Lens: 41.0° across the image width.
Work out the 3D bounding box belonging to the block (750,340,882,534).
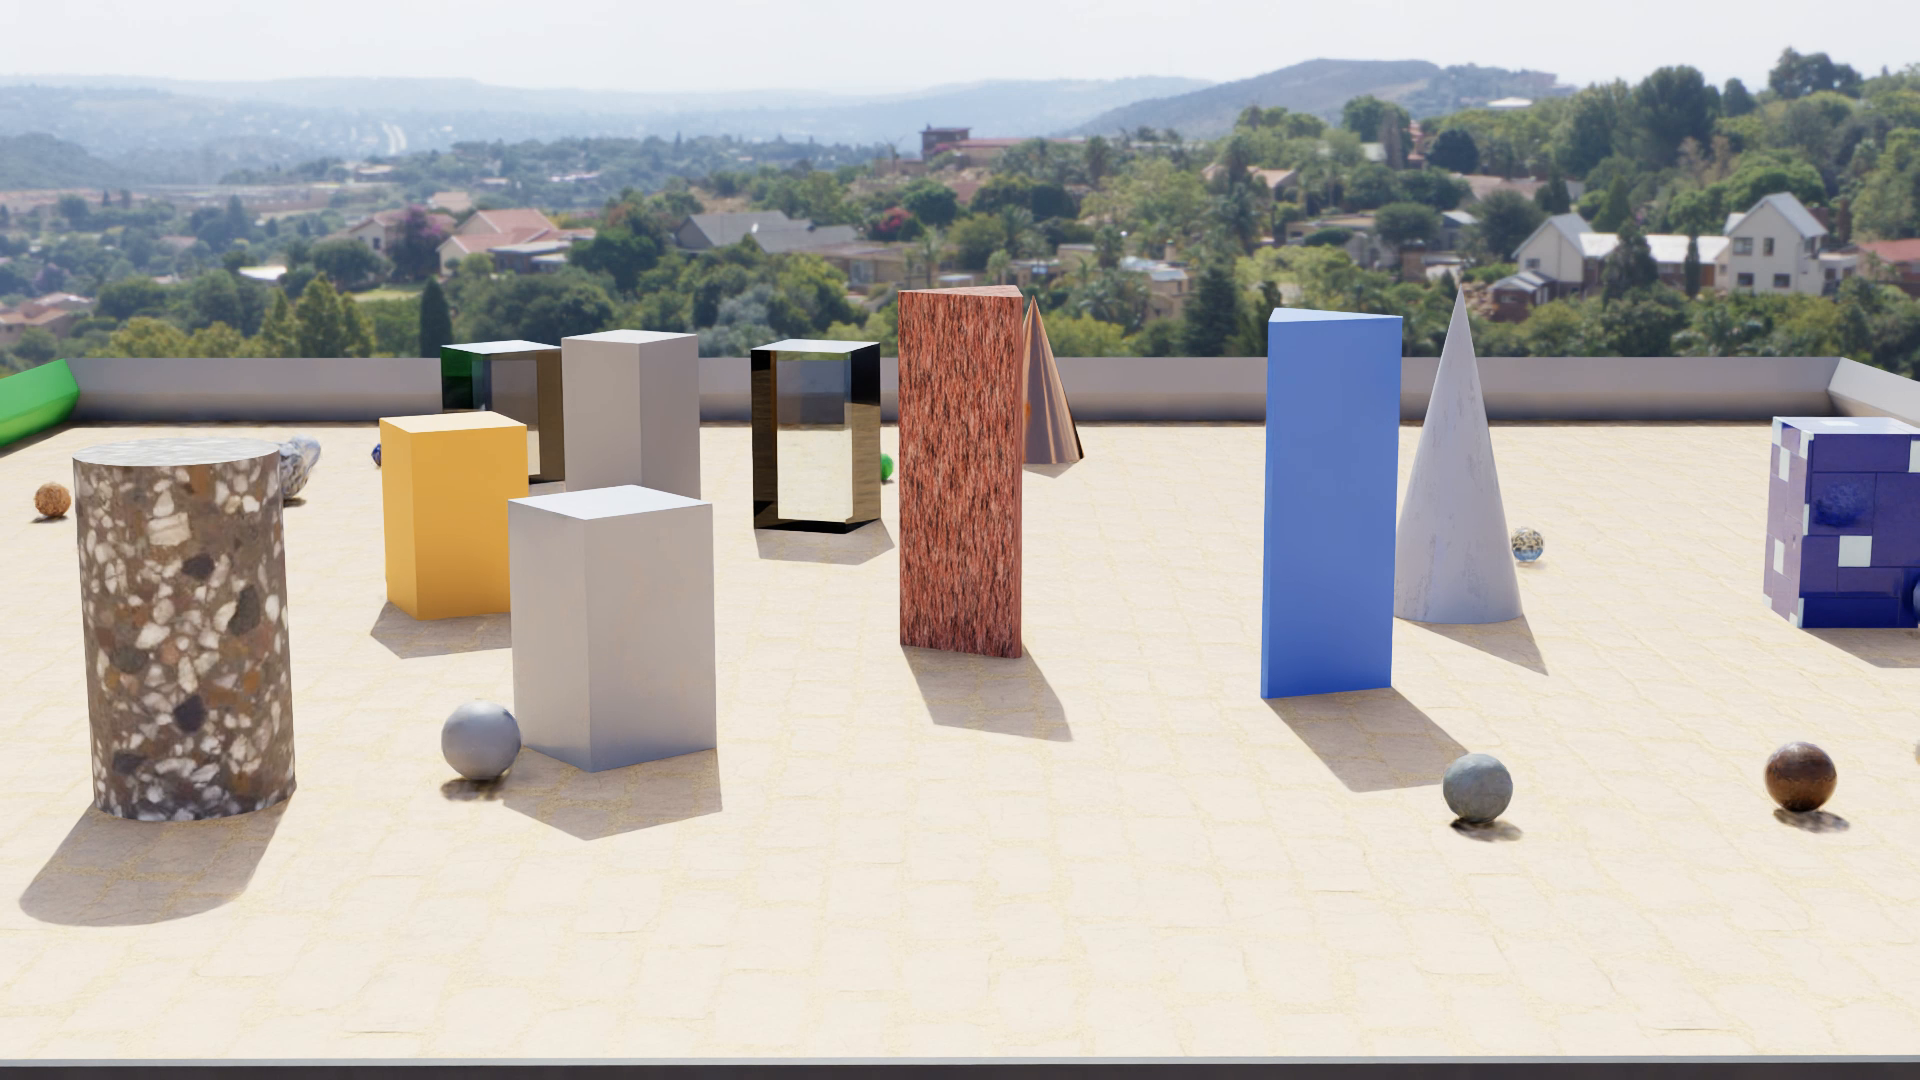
[{"bbox_3d":[-0.229,-0.168,4.103,0.158,0.286,0.158,4,11,19],"label":"block"}]

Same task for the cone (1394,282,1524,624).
[{"bbox_3d":[0.664,-0.124,3.440,0.197,0.443,0.197,0,10,0],"label":"cone"}]

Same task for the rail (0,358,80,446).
[{"bbox_3d":[-1.818,0.035,3.439,0.045,0.128,3.810,0,10,0],"label":"rail"}]

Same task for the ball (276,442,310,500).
[{"bbox_3d":[-1.152,-0.117,4.345,0.098,0.098,0.098,0,10,0],"label":"ball"}]

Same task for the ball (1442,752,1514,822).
[{"bbox_3d":[0.504,0.241,2.497,0.067,0.067,0.067,0,10,0],"label":"ball"}]

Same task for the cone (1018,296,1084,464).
[{"bbox_3d":[0.137,-0.309,4.812,0.197,0.306,0.197,0,10,0],"label":"cone"}]

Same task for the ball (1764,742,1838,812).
[{"bbox_3d":[0.829,0.234,2.530,0.070,0.070,0.070,0,10,0],"label":"ball"}]

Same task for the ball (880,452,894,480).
[{"bbox_3d":[-0.142,-0.130,4.551,0.049,0.049,0.049,0,10,0],"label":"ball"}]

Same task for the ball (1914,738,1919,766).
[{"bbox_3d":[1.014,0.220,2.655,0.050,0.050,0.050,0,10,0],"label":"ball"}]

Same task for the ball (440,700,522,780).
[{"bbox_3d":[-0.494,0.206,2.645,0.082,0.082,0.082,0,10,0],"label":"ball"}]

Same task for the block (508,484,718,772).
[{"bbox_3d":[-0.373,0.091,2.757,0.158,0.268,0.158,-9,14,-39],"label":"block"}]

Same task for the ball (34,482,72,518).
[{"bbox_3d":[-1.479,-0.066,4.181,0.057,0.057,0.057,0,10,0],"label":"ball"}]

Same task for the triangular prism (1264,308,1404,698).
[{"bbox_3d":[0.407,-0.049,3.045,0.171,0.439,0.148,-4,11,-20],"label":"triangular prism"}]

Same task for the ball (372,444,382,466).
[{"bbox_3d":[-1.058,-0.157,4.711,0.043,0.043,0.043,0,10,0],"label":"ball"}]

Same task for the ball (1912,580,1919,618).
[{"bbox_3d":[1.274,0.077,3.311,0.084,0.084,0.084,0,10,0],"label":"ball"}]

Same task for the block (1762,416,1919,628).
[{"bbox_3d":[1.177,-0.025,3.415,0.158,0.257,0.158,0,10,1],"label":"block"}]

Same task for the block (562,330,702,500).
[{"bbox_3d":[-0.537,-0.189,4.205,0.158,0.291,0.158,6,12,30],"label":"block"}]

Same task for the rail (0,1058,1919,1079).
[{"bbox_3d":[0.011,0.376,1.599,3.684,0.128,0.045,0,10,0],"label":"rail"}]

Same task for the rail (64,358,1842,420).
[{"bbox_3d":[-0.011,-0.310,5.299,3.684,0.128,0.045,0,10,0],"label":"rail"}]

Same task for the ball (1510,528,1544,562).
[{"bbox_3d":[0.840,0.008,3.802,0.051,0.051,0.051,0,10,0],"label":"ball"}]

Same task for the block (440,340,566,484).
[{"bbox_3d":[-0.808,-0.224,4.544,0.158,0.237,0.158,-8,13,-38],"label":"block"}]

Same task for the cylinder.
[{"bbox_3d":[-0.773,0.084,2.567,0.197,0.350,0.197,0,10,0],"label":"cylinder"}]

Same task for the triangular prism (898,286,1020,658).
[{"bbox_3d":[0.032,-0.093,3.253,0.171,0.449,0.148,6,12,28],"label":"triangular prism"}]

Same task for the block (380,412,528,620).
[{"bbox_3d":[-0.685,-0.036,3.486,0.158,0.252,0.158,-5,12,-27],"label":"block"}]

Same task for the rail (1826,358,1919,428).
[{"bbox_3d":[1.818,0.031,3.459,0.045,0.128,3.810,0,10,0],"label":"rail"}]

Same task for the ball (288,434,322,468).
[{"bbox_3d":[-1.197,-0.161,4.676,0.064,0.064,0.064,0,10,0],"label":"ball"}]
